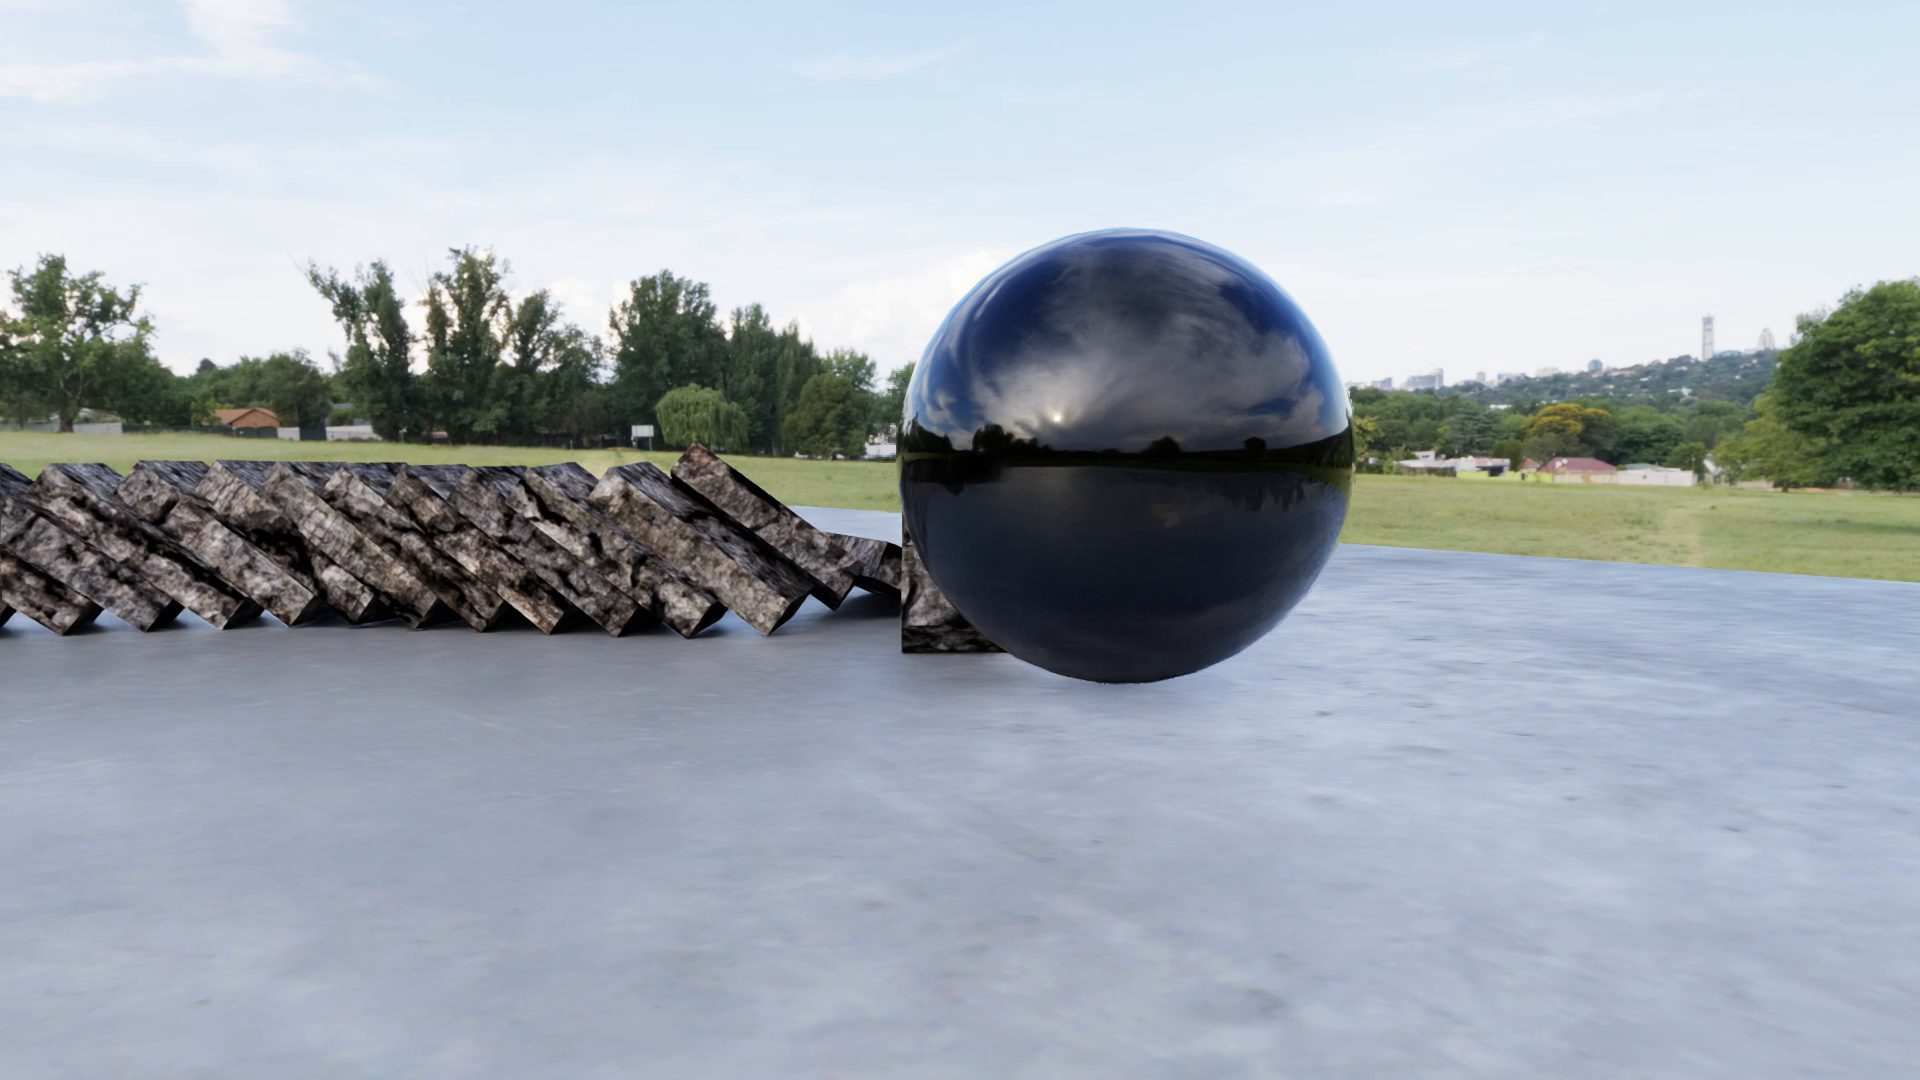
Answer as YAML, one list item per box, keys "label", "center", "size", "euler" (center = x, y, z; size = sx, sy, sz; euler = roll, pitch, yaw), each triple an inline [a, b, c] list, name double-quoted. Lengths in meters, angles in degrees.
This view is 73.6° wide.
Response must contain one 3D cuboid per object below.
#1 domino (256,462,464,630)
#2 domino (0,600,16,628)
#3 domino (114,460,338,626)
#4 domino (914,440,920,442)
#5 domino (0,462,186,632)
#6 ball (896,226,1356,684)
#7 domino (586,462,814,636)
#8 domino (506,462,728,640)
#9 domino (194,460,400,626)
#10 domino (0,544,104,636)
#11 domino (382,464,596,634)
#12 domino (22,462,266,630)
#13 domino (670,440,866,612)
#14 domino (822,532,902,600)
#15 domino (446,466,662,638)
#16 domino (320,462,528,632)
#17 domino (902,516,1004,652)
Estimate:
- label: "domino"
  center: [-0.138, 0.000, 0.306]
  size: [0.050, 0.009, 0.025]
  euler: [38, 8, 6]
- label: "domino"
  center: [-0.233, 0.002, 0.280]
  size: [0.050, 0.009, 0.025]
  euler: [40, -13, -23]
- label: "domino"
  center: [-0.171, 0.000, 0.307]
  size: [0.050, 0.010, 0.025]
  euler: [38, 3, -2]
- label: "domino"
  center: [0.001, -0.003, 0.314]
  size: [0.025, 0.050, 0.009]
  euler: [1, -39, -1]
- label: "domino"
  center: [-0.204, 0.001, 0.295]
  size: [0.050, 0.009, 0.025]
  euler: [38, -7, -16]
- label: "ball"
  center: [0.029, -0.015, 0.228]
  size: [0.080, 0.080, 0.080]
  euler: [0, 4, 0]
- label: "domino"
  center: [-0.059, 0.001, 0.295]
  size: [0.050, 0.009, 0.025]
  euler: [37, 9, 1]
- label: "domino"
  center: [-0.075, 0.002, 0.292]
  size: [0.050, 0.009, 0.025]
  euler: [37, 9, 1]
- label: "domino"
  center: [-0.154, 0.000, 0.309]
  size: [0.050, 0.009, 0.025]
  euler: [38, 7, 5]
- label: "domino"
  center: [-0.219, 0.002, 0.288]
  size: [0.050, 0.010, 0.025]
  euler: [39, -9, -19]
- label: "domino"
  center: [-0.106, 0.001, 0.300]
  size: [0.050, 0.010, 0.025]
  euler: [38, 10, 6]
- label: "domino"
  center: [-0.188, 0.001, 0.301]
  size: [0.050, 0.009, 0.025]
  euler: [38, -3, -11]
- label: "domino"
  center: [-0.047, -0.003, 0.314]
  size: [0.050, 0.010, 0.025]
  euler: [36, -15, -1]
- label: "domino"
  center: [-0.021, 0.008, 0.339]
  size: [0.025, 0.010, 0.050]
  euler: [25, -8, -28]
- label: "domino"
  center: [-0.090, 0.002, 0.296]
  size: [0.050, 0.009, 0.025]
  euler: [37, 10, 6]
- label: "domino"
  center: [-0.122, 0.001, 0.303]
  size: [0.050, 0.010, 0.025]
  euler: [38, 10, 6]
- label: "domino"
  center: [0.000, 0.001, 0.274]
  size: [0.025, 0.050, 0.010]
  euler: [0, -39, -2]
